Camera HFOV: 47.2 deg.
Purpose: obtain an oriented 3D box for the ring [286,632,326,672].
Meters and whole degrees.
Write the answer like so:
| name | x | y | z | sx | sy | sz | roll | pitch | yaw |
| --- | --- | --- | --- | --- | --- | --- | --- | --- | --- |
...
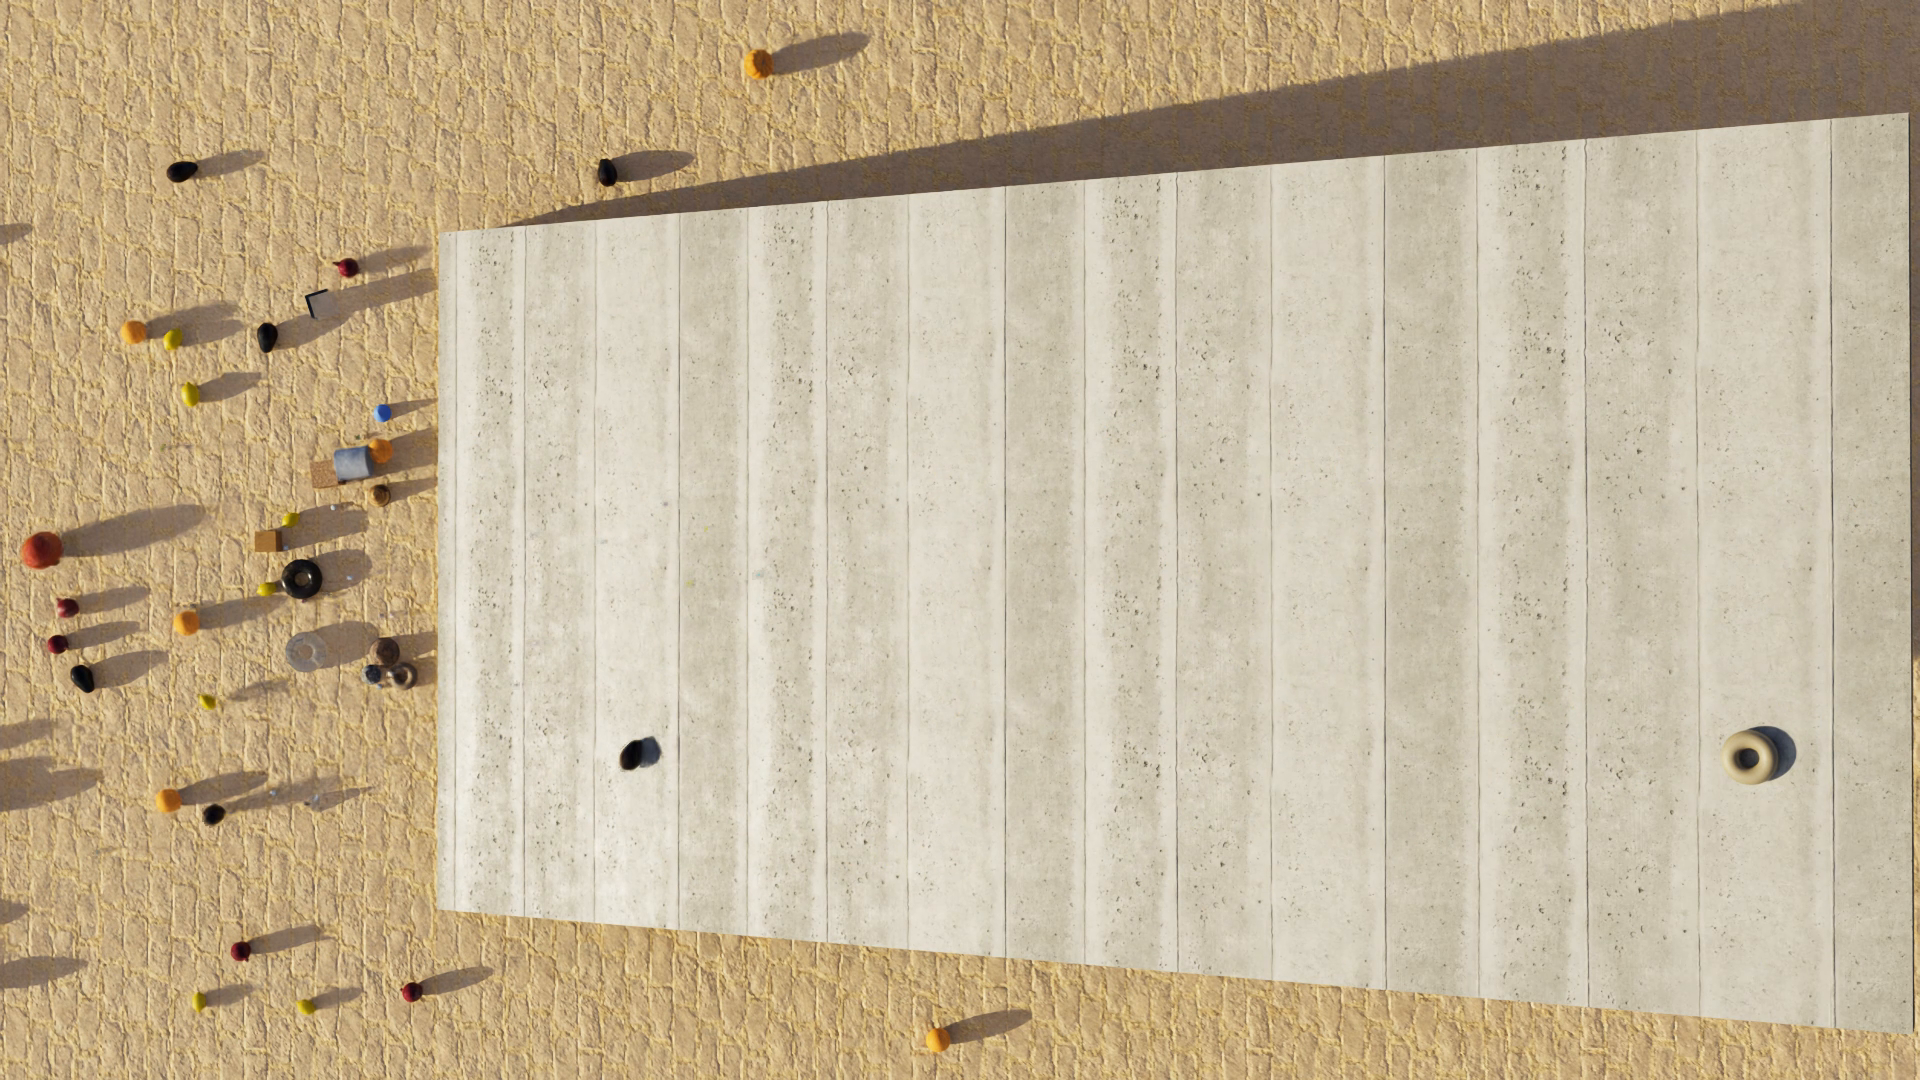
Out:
| name | x | y | z | sx | sy | sz | roll | pitch | yaw |
| --- | --- | --- | --- | --- | --- | --- | --- | --- | --- |
| ring | -1.954 | 0.335 | 6.570 | 0.124 | 0.041 | 0.124 | 0 | 90 | 1 |

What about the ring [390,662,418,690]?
| name | x | y | z | sx | sy | sz | roll | pitch | yaw |
| --- | --- | --- | --- | --- | --- | --- | --- | --- | --- |
| ring | -1.663 | 0.407 | 6.576 | 0.083 | 0.028 | 0.083 | 0 | 90 | -1 |

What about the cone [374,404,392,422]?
| name | x | y | z | sx | sy | sz | roll | pitch | yaw |
| --- | --- | --- | --- | --- | --- | --- | --- | --- | --- |
| cone | -1.733 | -0.380 | 6.571 | 0.054 | 0.054 | 0.054 | 0 | 89 | 0 |

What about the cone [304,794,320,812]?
| name | x | y | z | sx | sy | sz | roll | pitch | yaw |
| --- | --- | --- | --- | --- | --- | --- | --- | --- | --- |
| cone | -1.928 | 0.797 | 6.574 | 0.050 | 0.050 | 0.050 | -20 | 116 | 0 |

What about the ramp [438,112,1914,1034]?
| name | x | y | z | sx | sy | sz | roll | pitch | yaw |
| --- | --- | --- | --- | --- | --- | --- | --- | --- | --- |
| ramp | 0.281 | 0.081 | 5.682 | 4.000 | 0.100 | 2.000 | 0 | 89 | 26 |

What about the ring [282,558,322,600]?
| name | x | y | z | sx | sy | sz | roll | pitch | yaw |
| --- | --- | --- | --- | --- | --- | --- | --- | --- | --- |
| ring | -1.968 | 0.117 | 6.573 | 0.122 | 0.041 | 0.122 | 0 | 90 | -1 |

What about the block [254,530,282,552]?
| name | x | y | z | sx | sy | sz | roll | pitch | yaw |
| --- | --- | --- | --- | --- | --- | --- | --- | --- | --- |
| block | -2.064 | 0.005 | 6.563 | 0.062 | 0.062 | 0.062 | -2 | 89 | 0 |

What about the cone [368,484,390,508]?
| name | x | y | z | sx | sy | sz | roll | pitch | yaw |
| --- | --- | --- | --- | --- | --- | --- | --- | --- | --- |
| cone | -1.742 | -0.133 | 6.561 | 0.070 | 0.070 | 0.070 | 0 | 89 | 0 |

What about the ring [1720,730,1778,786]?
| name | x | y | z | sx | sy | sz | roll | pitch | yaw |
| --- | --- | --- | --- | --- | --- | --- | --- | --- | --- |
| ring | 1.756 | 0.484 | 4.891 | 0.123 | 0.041 | 0.123 | 0 | 90 | 25 |

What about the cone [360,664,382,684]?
| name | x | y | z | sx | sy | sz | roll | pitch | yaw |
| --- | --- | --- | --- | --- | --- | --- | --- | --- | --- |
| cone | -1.765 | 0.403 | 6.559 | 0.061 | 0.061 | 0.061 | 0 | 89 | 0 |

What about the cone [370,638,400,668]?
| name | x | y | z | sx | sy | sz | roll | pitch | yaw |
| --- | --- | --- | --- | --- | --- | --- | --- | --- | --- |
| cone | -1.725 | 0.337 | 6.544 | 0.092 | 0.092 | 0.092 | 0 | 89 | 0 |

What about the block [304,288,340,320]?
| name | x | y | z | sx | sy | sz | roll | pitch | yaw |
| --- | --- | --- | --- | --- | --- | --- | --- | --- | --- |
| block | -1.903 | -0.703 | 6.567 | 0.071 | 0.071 | 0.071 | -18 | 89 | 0 |

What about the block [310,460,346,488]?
| name | x | y | z | sx | sy | sz | roll | pitch | yaw |
| --- | --- | --- | --- | --- | --- | --- | --- | --- | --- |
| block | -1.887 | -0.197 | 6.558 | 0.076 | 0.076 | 0.076 | -9 | 89 | 0 |
